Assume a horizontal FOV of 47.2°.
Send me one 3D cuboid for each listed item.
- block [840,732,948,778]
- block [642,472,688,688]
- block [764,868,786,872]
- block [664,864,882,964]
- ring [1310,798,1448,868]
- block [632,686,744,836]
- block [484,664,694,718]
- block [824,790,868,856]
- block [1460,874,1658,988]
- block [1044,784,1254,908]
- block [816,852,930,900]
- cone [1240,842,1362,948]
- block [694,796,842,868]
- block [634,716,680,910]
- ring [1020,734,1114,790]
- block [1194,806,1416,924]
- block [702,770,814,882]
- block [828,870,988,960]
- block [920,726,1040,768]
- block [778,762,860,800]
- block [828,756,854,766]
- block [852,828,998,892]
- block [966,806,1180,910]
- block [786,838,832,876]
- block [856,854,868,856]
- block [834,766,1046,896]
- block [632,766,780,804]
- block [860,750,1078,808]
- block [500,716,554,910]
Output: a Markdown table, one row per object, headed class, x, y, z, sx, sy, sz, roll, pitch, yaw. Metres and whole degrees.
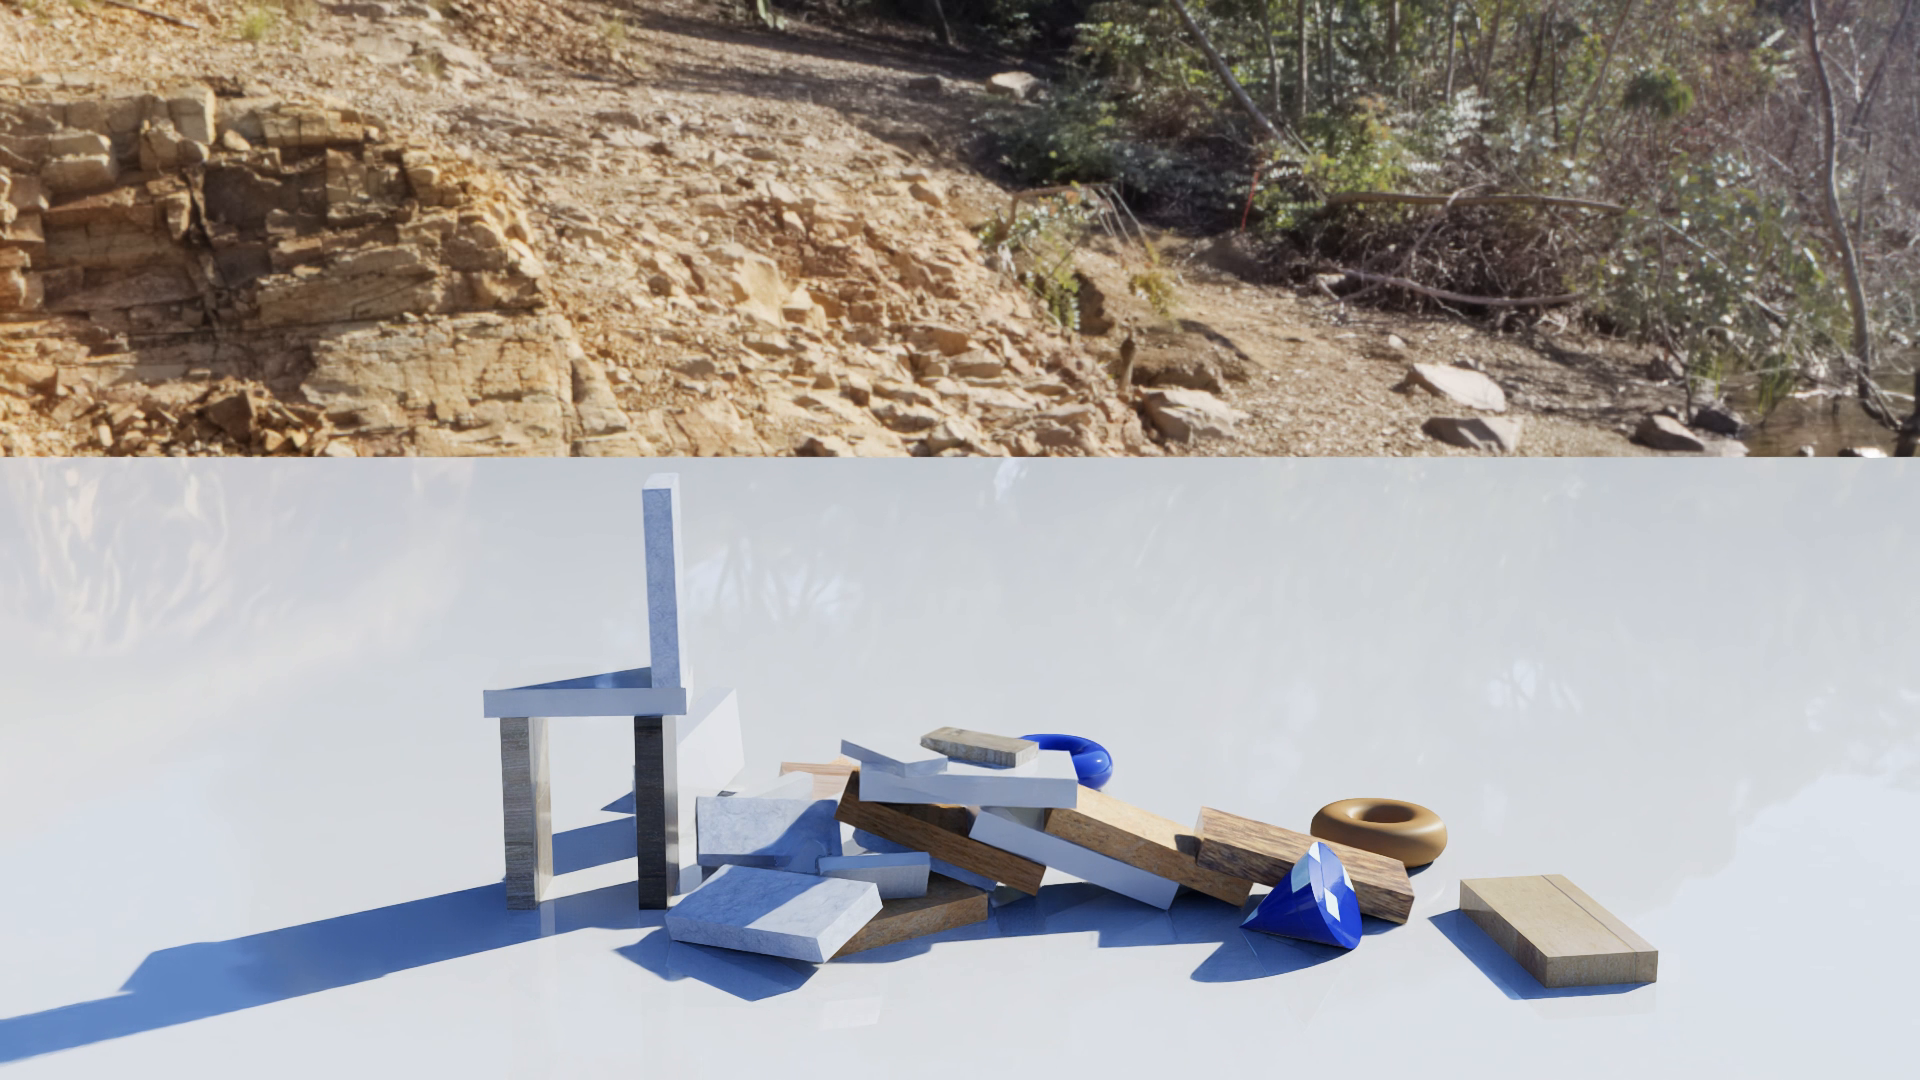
| class | x | y | z | sx | sy | sz | roll | pitch | yaw |
| --- | --- | --- | --- | --- | --- | --- | --- | --- | --- |
| block | -0.108 | 0.350 | 3.579 | 0.087 | 0.025 | 0.175 | -5 | 12 | -38 |
| block | -0.480 | 0.064 | 3.585 | 0.046 | 0.325 | 0.162 | -2 | 11 | -3 |
| block | -0.262 | 0.558 | 3.668 | 0.237 | 0.034 | 0.118 | 4 | 2 | 2 |
| block | -0.292 | 0.578 | 3.420 | 0.311 | 0.044 | 0.155 | 1 | 25 | 36 |
| ring | 0.735 | 0.514 | 3.862 | 0.238 | 0.079 | 0.238 | 1 | 9 | 0 |
| block | -0.491 | 0.411 | 4.013 | 0.046 | 0.162 | 0.325 | 4 | 23 | 20 |
| block | -0.607 | 0.247 | 3.617 | 0.324 | 0.046 | 0.162 | -1 | 11 | -3 |
| block | -0.181 | 0.492 | 3.875 | 0.131 | 0.037 | 0.263 | 22 | 27 | 36 |
| block | 0.929 | 0.607 | 3.440 | 0.174 | 0.049 | 0.348 | -2 | 11 | -9 |
| block | 0.311 | 0.500 | 3.662 | 0.348 | 0.049 | 0.174 | 22 | 9 | -2 |
| block | -0.139 | 0.535 | 3.489 | 0.175 | 0.087 | 0.025 | -2 | 46 | -10 |
| cone | 0.516 | 0.587 | 3.475 | 0.173 | 0.173 | 0.173 | -25 | -1 | 26 |
| block | -0.318 | 0.485 | 3.649 | 0.237 | 0.034 | 0.118 | 3 | 45 | -12 |
| block | -0.501 | 0.430 | 3.644 | 0.046 | 0.324 | 0.162 | 0 | 11 | 0 |
| ring | 0.181 | 0.438 | 4.277 | 0.237 | 0.079 | 0.237 | 1 | 11 | 0 |
| block | 0.560 | 0.531 | 3.610 | 0.348 | 0.049 | 0.174 | 15 | 11 | 2 |
| block | -0.349 | 0.497 | 3.810 | 0.037 | 0.131 | 0.263 | 7 | 12 | 33 |
| block | -0.128 | 0.596 | 3.518 | 0.310 | 0.044 | 0.155 | -7 | 13 | -35 |
| block | 0.032 | 0.344 | 3.657 | 0.177 | 0.025 | 0.087 | 7 | 10 | 26 |
| block | -0.193 | 0.467 | 4.023 | 0.263 | 0.037 | 0.131 | 5 | 30 | -15 |
| block | -0.186 | 0.461 | 4.118 | 0.142 | 0.020 | 0.071 | 34 | 20 | 13 |
| block | -0.057 | 0.523 | 3.658 | 0.237 | 0.034 | 0.118 | 20 | -3 | -8 |
| block | 0.184 | 0.504 | 3.653 | 0.350 | 0.050 | 0.175 | 21 | 9 | -5 |
| block | -0.250 | 0.531 | 3.589 | 0.046 | 0.013 | 0.092 | 26 | 47 | 9 |
| block | -0.128 | 0.559 | 3.780 | 0.142 | 0.020 | 0.071 | -2 | 11 | -13 |
| block | -0.029 | 0.479 | 3.642 | 0.350 | 0.050 | 0.175 | 21 | 8 | -1 |
| block | -0.406 | 0.475 | 4.164 | 0.395 | 0.046 | 0.162 | 4 | 11 | 20 |
| block | 0.011 | 0.387 | 3.615 | 0.350 | 0.050 | 0.175 | 2 | 9 | -2 |
| block | -0.717 | 0.430 | 3.643 | 0.046 | 0.324 | 0.162 | 0 | 11 | 0 |
